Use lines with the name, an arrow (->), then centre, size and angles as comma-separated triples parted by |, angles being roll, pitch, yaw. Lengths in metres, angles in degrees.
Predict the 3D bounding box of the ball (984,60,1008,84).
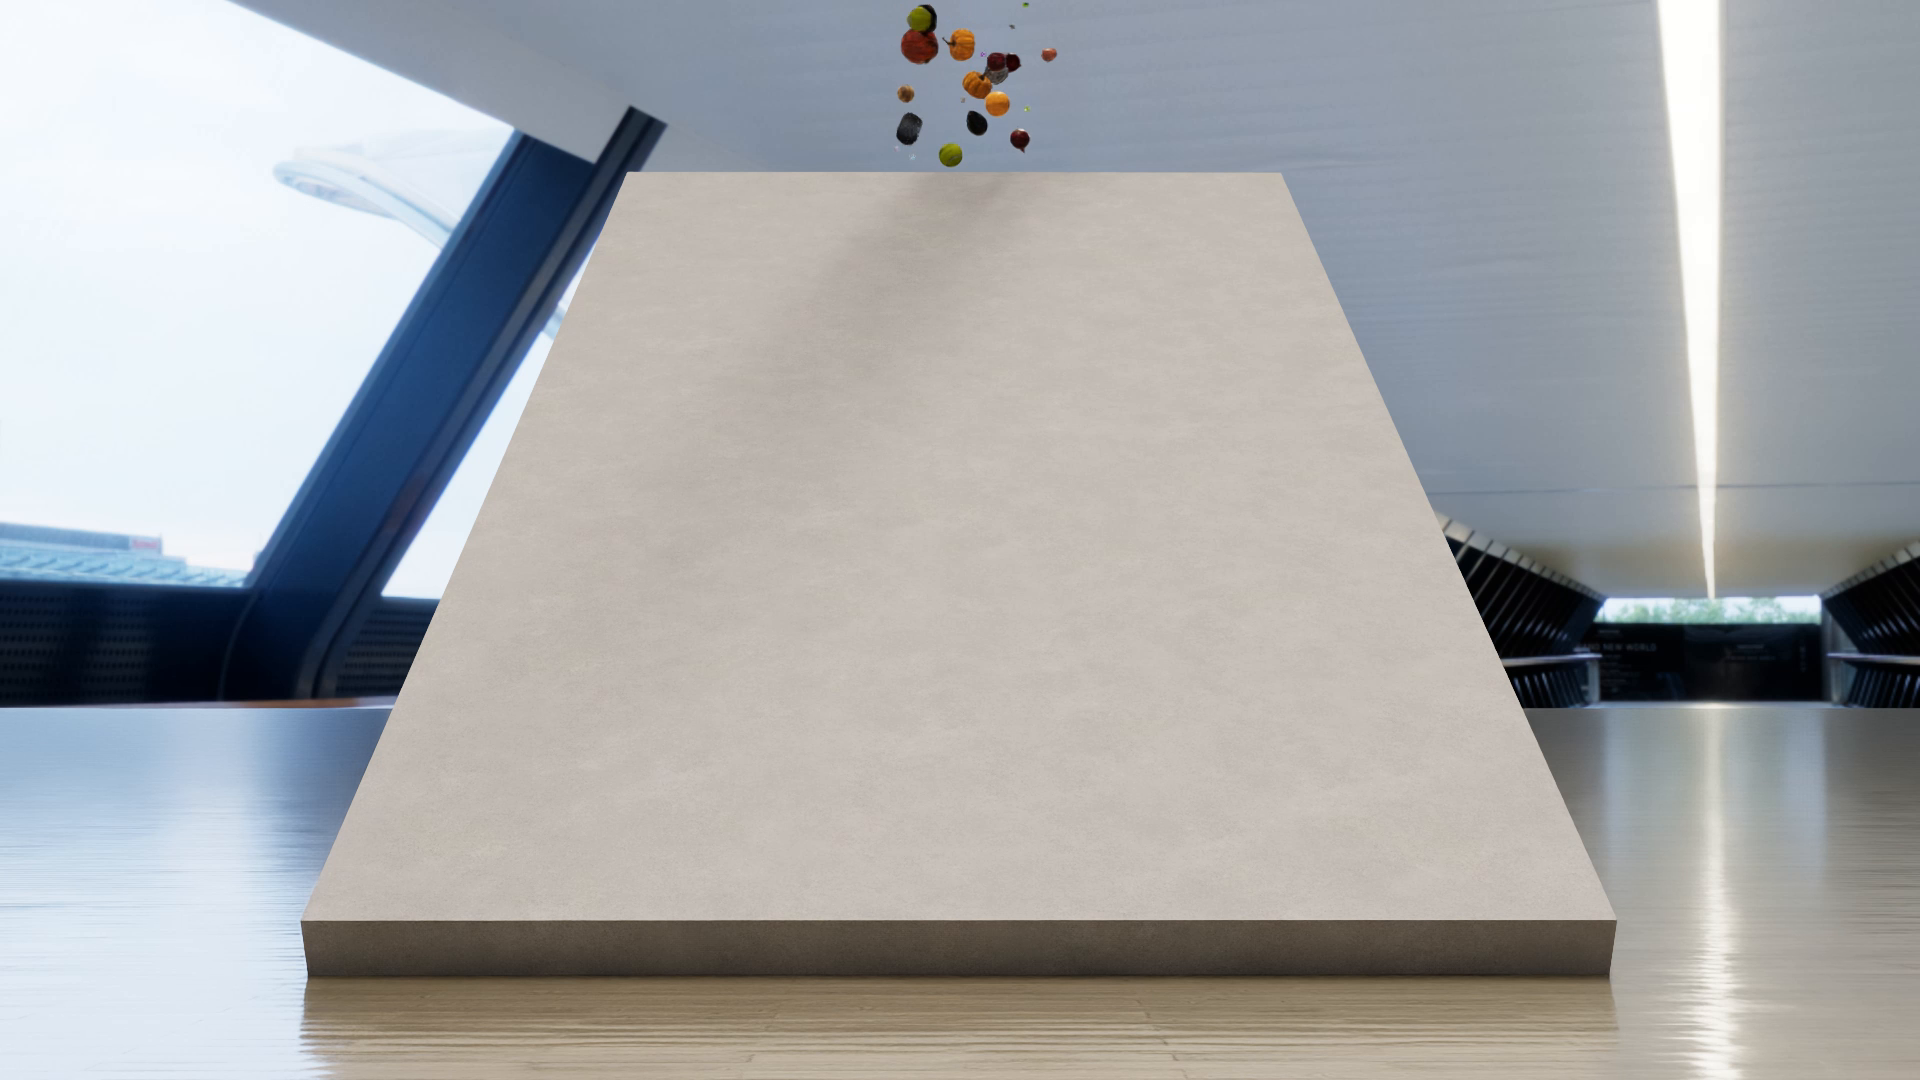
ball -> 0.110, -1.411, 7.068 | 0.072, 0.072, 0.072 | 0, -4, 0

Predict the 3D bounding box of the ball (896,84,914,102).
ball -> -0.156, -1.286, 6.755 | 0.051, 0.051, 0.051 | 0, -4, 0

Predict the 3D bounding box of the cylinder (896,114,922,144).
cylinder -> -0.150, -1.210, 6.904 | 0.065, 0.065, 0.065 | 9, -42, 8

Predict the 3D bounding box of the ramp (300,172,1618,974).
ramp -> -0.009, -0.229, 5.390 | 2.000, 0.100, 4.000 | 0, 25, 0
